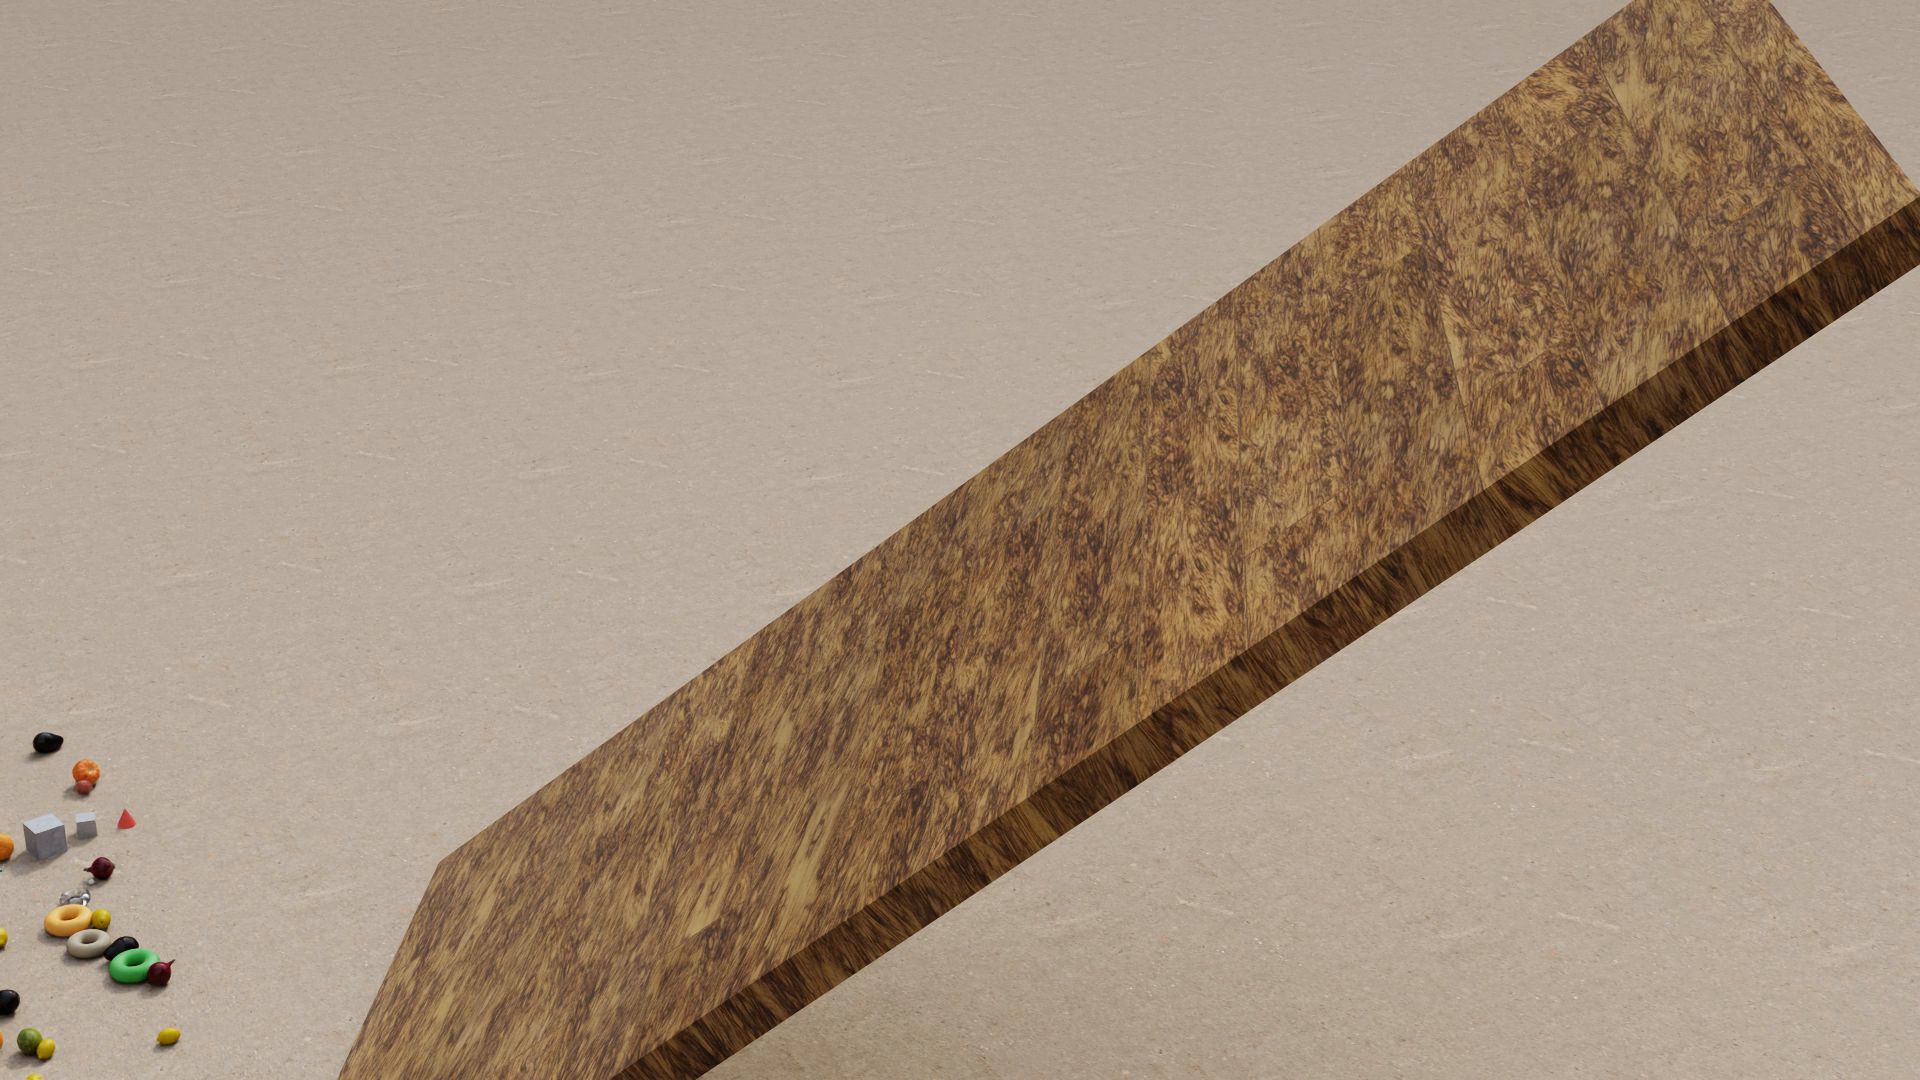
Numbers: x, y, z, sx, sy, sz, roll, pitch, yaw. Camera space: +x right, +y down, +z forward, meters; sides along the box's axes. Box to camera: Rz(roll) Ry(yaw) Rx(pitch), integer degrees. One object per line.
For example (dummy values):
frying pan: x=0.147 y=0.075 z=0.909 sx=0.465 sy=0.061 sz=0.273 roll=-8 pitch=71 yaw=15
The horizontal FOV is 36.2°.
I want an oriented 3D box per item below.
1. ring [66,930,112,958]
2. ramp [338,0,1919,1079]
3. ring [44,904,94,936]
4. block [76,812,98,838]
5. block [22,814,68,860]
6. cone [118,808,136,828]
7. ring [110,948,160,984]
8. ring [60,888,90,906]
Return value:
ring: x=-2.243 y=1.040 z=7.572 sx=0.112 sy=0.037 sz=0.112 roll=1 pitch=23 yaw=0
ramp: x=0.123 y=0.184 z=6.336 sx=4.000 sy=0.100 sz=2.000 roll=-36 pitch=16 yaw=18
ring: x=-2.325 y=0.993 z=7.674 sx=0.126 sy=0.042 sz=0.126 roll=-1 pitch=23 yaw=0
block: x=-2.415 y=0.789 z=8.132 sx=0.051 sy=0.051 sz=0.051 roll=-7 pitch=24 yaw=-16
block: x=-2.501 y=0.811 z=8.040 sx=0.083 sy=0.083 sz=0.083 roll=-18 pitch=30 yaw=-36
cone: x=-2.320 y=0.768 z=8.178 sx=0.052 sy=0.052 sz=0.052 roll=0 pitch=23 yaw=0
ring: x=-2.096 y=1.082 z=7.469 sx=0.128 sy=0.043 sz=0.128 roll=-1 pitch=24 yaw=0
ring: x=-2.345 y=0.949 z=7.793 sx=0.082 sy=0.027 sz=0.082 roll=-1 pitch=25 yaw=0
